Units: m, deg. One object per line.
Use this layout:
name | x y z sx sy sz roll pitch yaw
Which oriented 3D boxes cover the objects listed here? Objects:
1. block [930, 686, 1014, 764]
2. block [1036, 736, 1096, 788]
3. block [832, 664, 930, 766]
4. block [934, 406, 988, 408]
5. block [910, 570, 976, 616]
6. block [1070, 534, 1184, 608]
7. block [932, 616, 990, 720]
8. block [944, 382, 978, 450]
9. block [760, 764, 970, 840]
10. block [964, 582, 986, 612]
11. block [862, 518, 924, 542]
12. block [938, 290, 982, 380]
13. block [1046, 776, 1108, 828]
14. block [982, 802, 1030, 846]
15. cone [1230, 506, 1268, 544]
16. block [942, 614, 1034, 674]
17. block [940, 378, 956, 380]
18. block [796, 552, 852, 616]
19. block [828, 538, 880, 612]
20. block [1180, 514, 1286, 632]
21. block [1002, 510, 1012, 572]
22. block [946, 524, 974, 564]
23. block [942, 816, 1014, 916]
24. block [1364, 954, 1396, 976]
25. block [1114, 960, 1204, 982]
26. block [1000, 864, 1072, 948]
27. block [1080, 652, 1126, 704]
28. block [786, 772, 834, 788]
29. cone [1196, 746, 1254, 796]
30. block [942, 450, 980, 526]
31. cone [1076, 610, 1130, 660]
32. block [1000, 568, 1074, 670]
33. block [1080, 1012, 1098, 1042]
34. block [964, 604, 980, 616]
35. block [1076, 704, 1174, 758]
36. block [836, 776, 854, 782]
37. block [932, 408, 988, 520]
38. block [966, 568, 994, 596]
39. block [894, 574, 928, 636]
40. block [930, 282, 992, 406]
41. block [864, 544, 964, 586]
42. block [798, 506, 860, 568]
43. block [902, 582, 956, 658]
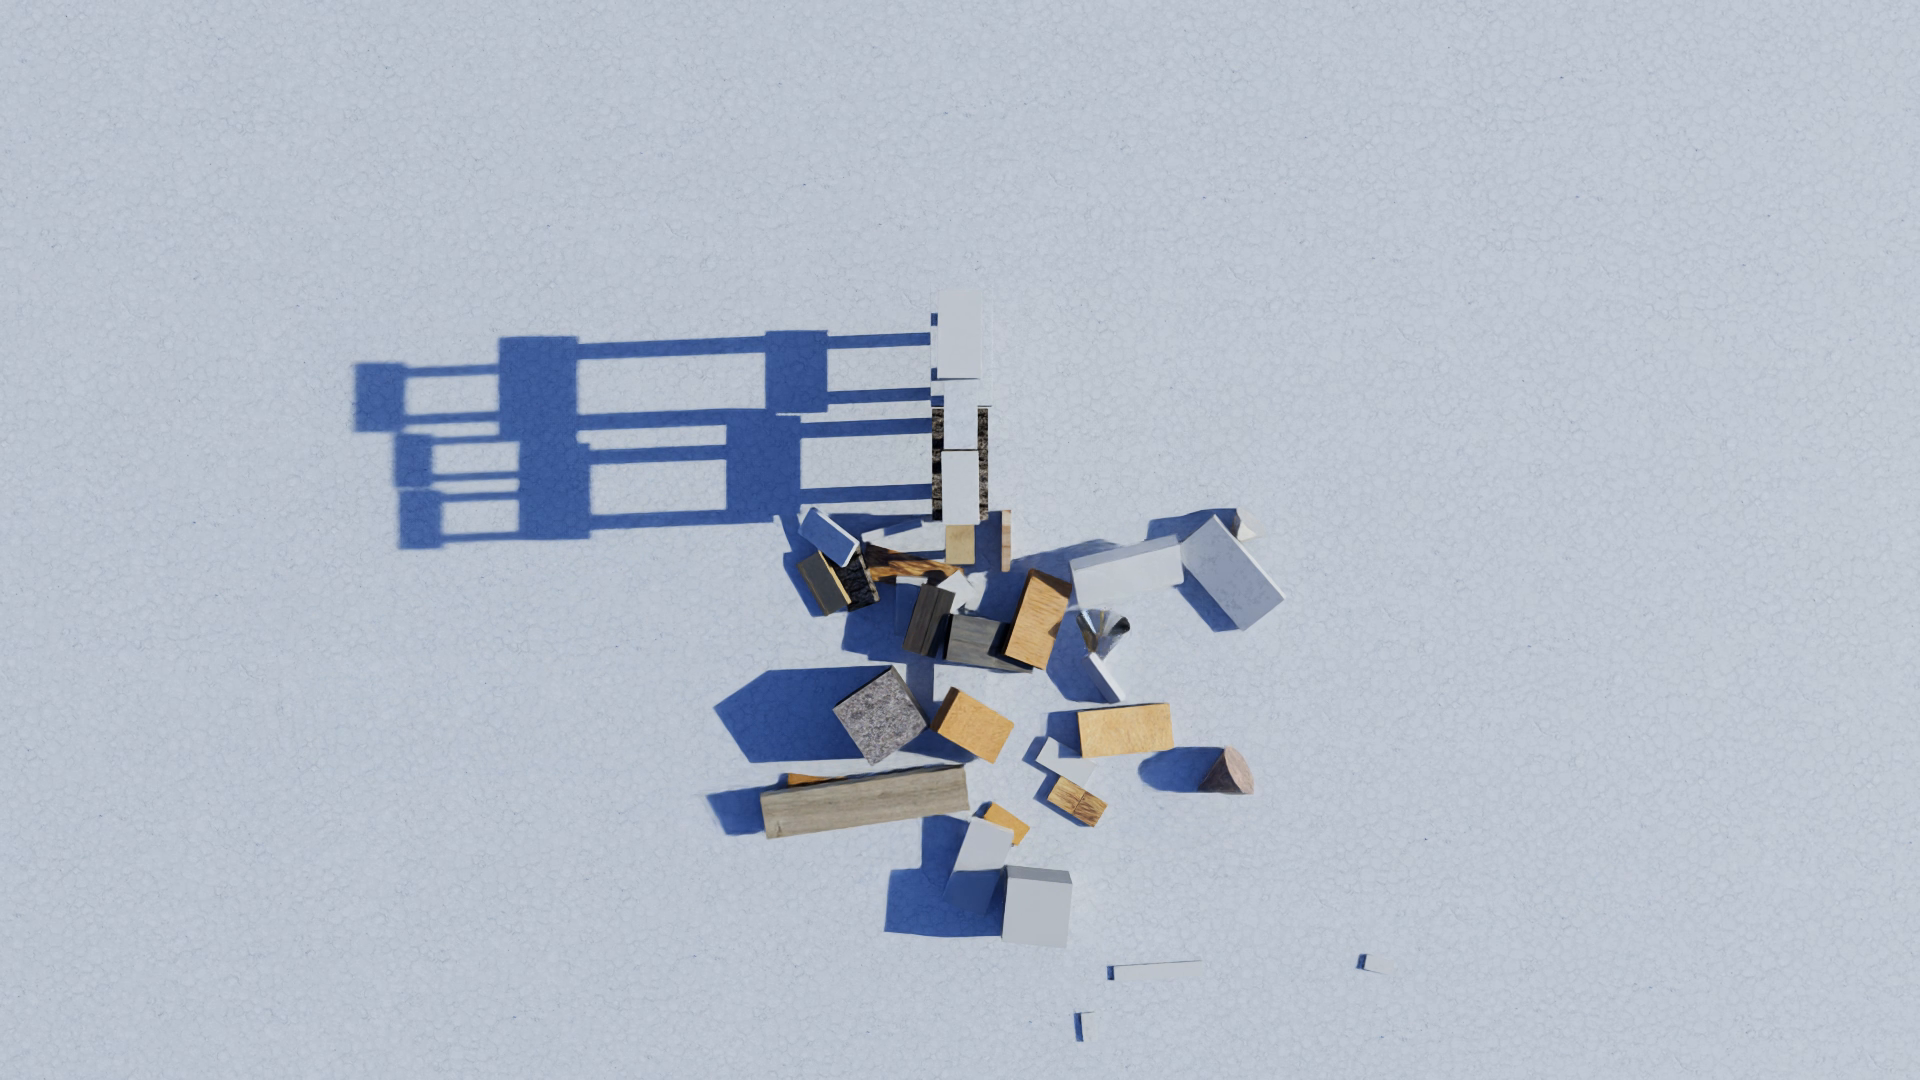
block | 0.041 0.606 5.372 0.304 0.043 0.152 35 80 -42
block | 0.353 0.739 5.487 0.183 0.026 0.091 30 90 0
block | -0.253 0.571 5.388 0.224 0.224 0.224 -34 90 0
block | 0.003 -0.277 5.147 0.165 0.047 0.329 0 90 0
block | -0.057 0.197 5.429 0.203 0.029 0.101 -37 97 0
block | 0.549 0.105 5.420 0.357 0.051 0.179 -14 133 0
block | 0.003 0.433 5.475 0.179 0.051 0.357 1 90 0
block | 0.002 -0.340 4.524 0.091 0.026 0.183 0 90 0
block | -0.312 0.863 5.446 0.676 0.042 0.149 -8 102 -3
block | 0.050 0.188 5.481 0.045 0.013 0.090 19 90 0
block | -0.223 -0.031 5.450 0.200 0.100 0.028 -15 89 0
block | -0.001 -0.556 4.468 0.118 0.033 0.236 0 90 0
block | 0.390 0.869 5.487 0.183 0.026 0.091 32 90 0
block | 0.152 0.944 5.489 0.148 0.021 0.074 35 90 0
cone | 0.924 -0.016 5.470 0.133 0.133 0.133 42 117 0
block | 0.102 0.341 5.429 0.304 0.043 0.152 10 87 -18
block | -0.001 -0.476 4.602 0.118 0.236 0.033 0 90 0
block | -0.452 0.144 5.467 0.100 0.028 0.200 -30 90 24
block | -0.355 0.115 5.458 0.113 0.032 0.226 -21 90 29
block | 0.888 0.110 5.447 0.179 0.051 0.357 -41 90 19
block | 0.152 0.003 5.449 0.029 0.101 0.203 0 90 0
block | 0.000 -0.015 5.303 0.092 0.026 0.184 0 90 0
block | 0.060 1.078 5.456 0.149 0.042 0.299 19 99 0
block | 1.396 1.414 5.493 0.096 0.014 0.048 13 90 0
block | 0.661 1.434 5.493 0.296 0.014 0.048 -4 90 0
block | 0.248 1.197 5.396 0.208 0.208 0.208 6 90 0
block | 0.471 0.457 5.453 0.026 0.091 0.183 -36 90 -21
block | -0.500 0.822 5.489 0.148 0.021 0.074 8 90 0
cone | 0.853 0.799 5.461 0.175 0.175 0.175 -31 90 26
block | 0.001 -0.143 4.538 0.101 0.029 0.202 -1 90 0
cone | 0.462 0.351 5.460 0.179 0.179 0.179 6 117 0
block | 0.255 0.262 5.435 0.149 0.042 0.299 22 80 -16
block | 0.430 1.622 5.493 0.048 0.014 0.096 -6 90 0
block | 0.035 0.206 5.494 0.045 0.013 0.090 -9 90 0
block | 0.548 0.632 5.465 0.304 0.043 0.152 -6 83 -2
block | -0.386 0.866 5.488 0.074 0.021 0.149 10 90 -2
block | 0.000 -0.218 4.777 0.162 0.046 0.324 0 90 0
block | 0.068 0.143 5.494 0.090 0.013 0.045 43 90 0
block | -0.162 0.220 5.464 0.101 0.029 0.203 3 101 2
block | 0.004 -0.562 4.745 0.177 0.050 0.354 0 90 0
block | -0.161 0.108 5.484 0.333 0.032 0.113 15 90 0
block | -0.435 -0.010 5.440 0.200 0.028 0.100 38 114 16
block | -0.103 0.264 5.402 0.113 0.032 0.226 17 94 -6
